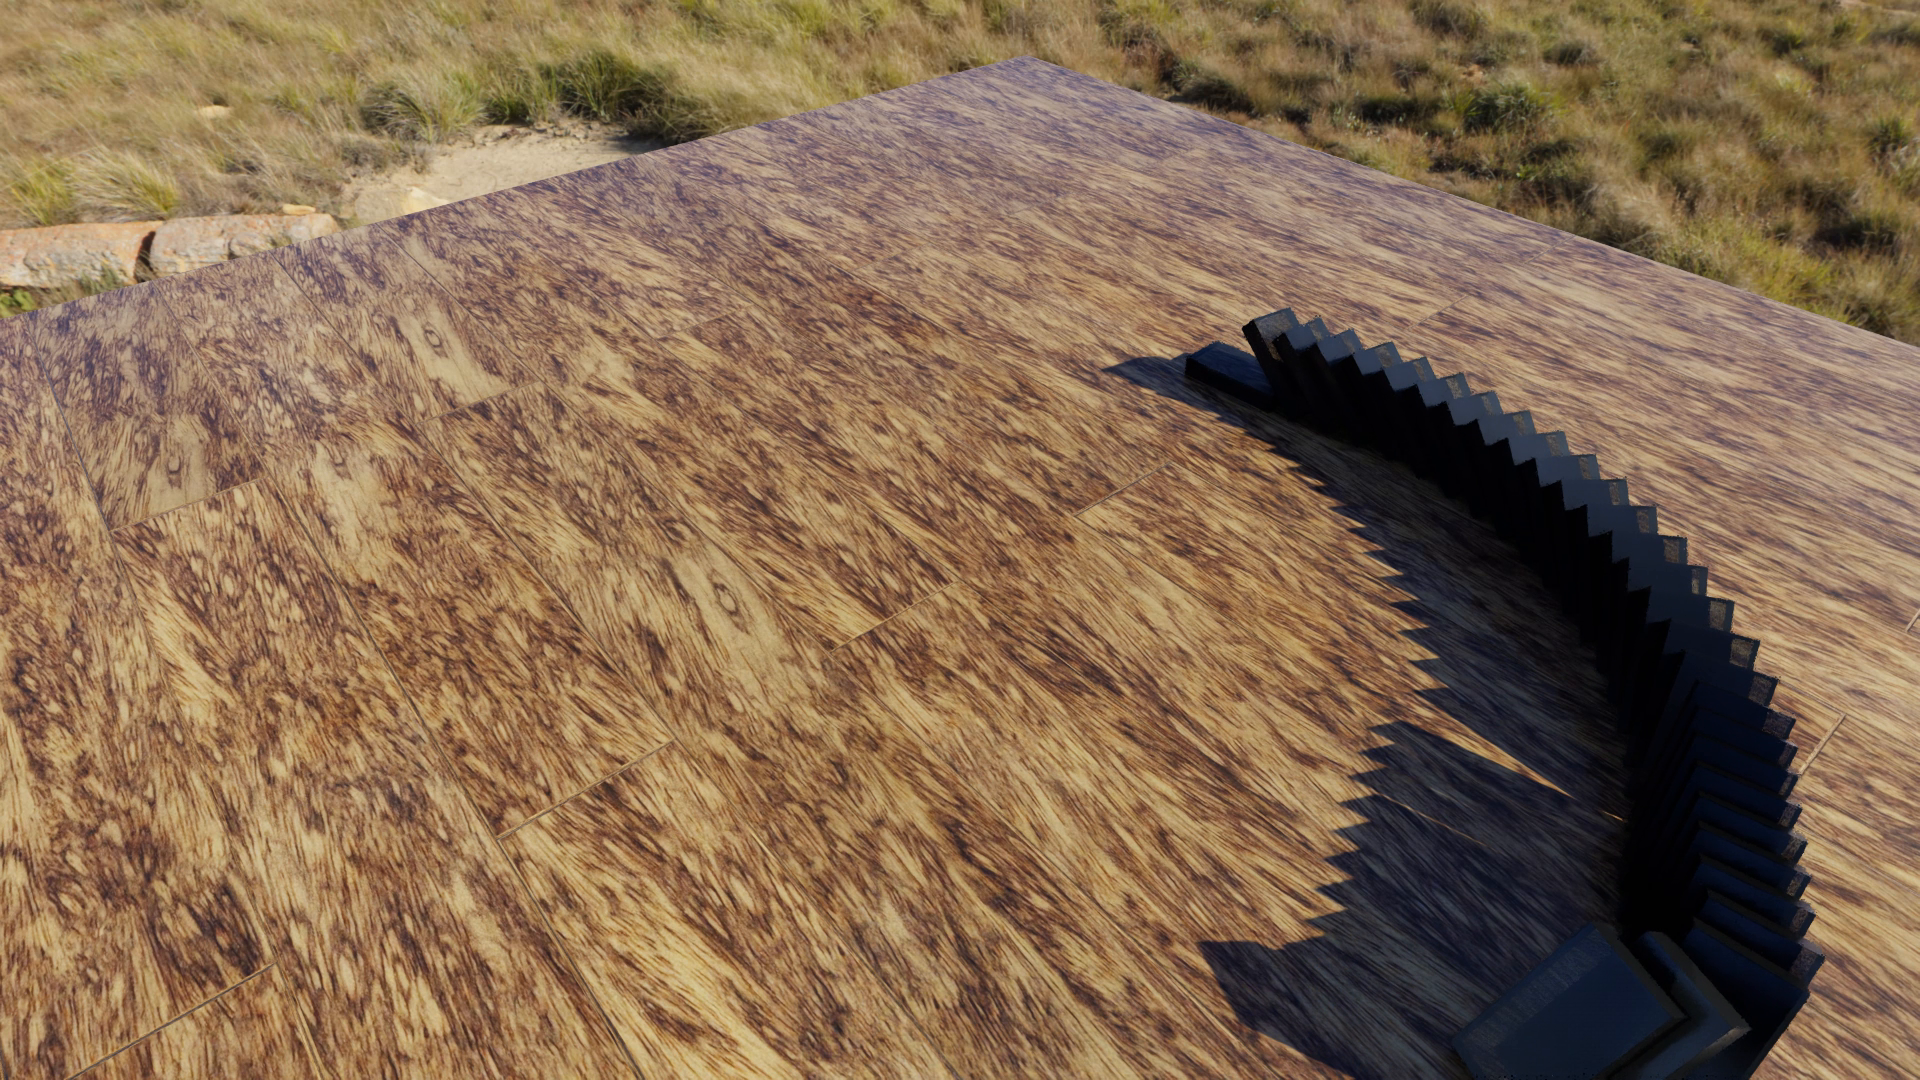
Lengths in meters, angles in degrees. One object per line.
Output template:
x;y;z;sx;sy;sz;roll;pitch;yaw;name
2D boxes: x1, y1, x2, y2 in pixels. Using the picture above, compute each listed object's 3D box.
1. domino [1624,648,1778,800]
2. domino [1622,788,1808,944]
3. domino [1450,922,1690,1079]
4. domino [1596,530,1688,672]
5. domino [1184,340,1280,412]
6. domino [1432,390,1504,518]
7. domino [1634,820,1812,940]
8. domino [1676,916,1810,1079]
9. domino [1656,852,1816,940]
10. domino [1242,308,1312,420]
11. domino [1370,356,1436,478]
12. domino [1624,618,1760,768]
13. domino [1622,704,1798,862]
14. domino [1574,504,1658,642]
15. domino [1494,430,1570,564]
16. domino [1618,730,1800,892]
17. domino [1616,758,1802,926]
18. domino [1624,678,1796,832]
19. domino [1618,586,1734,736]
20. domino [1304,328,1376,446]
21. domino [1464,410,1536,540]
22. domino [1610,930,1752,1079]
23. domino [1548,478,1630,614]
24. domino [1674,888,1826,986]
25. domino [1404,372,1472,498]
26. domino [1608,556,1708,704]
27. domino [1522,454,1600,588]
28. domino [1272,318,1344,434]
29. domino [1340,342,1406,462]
0.231;0.062;0.343;0.025;0.009;0.050;22;85;24;domino
0.202;0.096;0.297;0.025;0.050;0.009;25;12;27;domino
0.147;0.119;0.268;0.010;0.050;0.025;16;30;-32;domino
0.243;0.023;0.392;0.025;0.010;0.050;7;79;8;domino
0.139;-0.081;0.543;0.025;0.010;0.050;-30;48;-32;domino
0.222;-0.036;0.466;0.025;0.009;0.050;-12;78;-15;domino
0.196;0.102;0.289;0.025;0.050;0.009;25;12;27;domino
0.177;0.120;0.266;0.025;0.050;0.010;32;15;29;domino
0.191;0.109;0.281;0.025;0.050;0.010;26;13;27;domino
0.157;-0.084;0.523;0.025;0.010;0.050;-22;82;-26;domino
0.205;-0.055;0.488;0.025;0.009;0.050;-17;80;-20;domino
0.236;0.053;0.355;0.025;0.009;0.050;18;83;20;domino
0.218;0.076;0.321;0.025;0.050;0.009;25;11;27;domino
0.242;0.013;0.405;0.025;0.009;0.050;2;79;3;domino
0.234;-0.017;0.441;0.025;0.009;0.050;-7;79;-8;domino
0.212;0.083;0.313;0.025;0.050;0.009;25;12;27;domino
0.207;0.089;0.305;0.025;0.050;0.009;25;12;27;domino
0.223;0.070;0.329;0.025;0.050;0.009;25;11;27;domino
0.239;0.043;0.367;0.025;0.010;0.050;12;82;14;domino
0.182;-0.070;0.507;0.025;0.009;0.050;-23;82;-26;domino
0.229;-0.027;0.454;0.025;0.009;0.050;-10;78;-12;domino
0.159;0.121;0.266;0.009;0.050;0.025;16;30;-31;domino
0.241;0.002;0.417;0.025;0.010;0.050;-1;79;-1;domino
0.186;0.115;0.272;0.025;0.050;0.010;28;14;27;domino
0.215;-0.046;0.477;0.025;0.010;0.050;-14;78;-16;domino
0.241;0.033;0.380;0.025;0.009;0.050;8;80;10;domino
0.238;-0.008;0.429;0.025;0.009;0.050;-4;79;-5;domino
0.170;-0.077;0.515;0.025;0.009;0.050;-24;83;-26;domino
0.195;-0.063;0.498;0.025;0.009;0.050;-20;81;-22;domino
